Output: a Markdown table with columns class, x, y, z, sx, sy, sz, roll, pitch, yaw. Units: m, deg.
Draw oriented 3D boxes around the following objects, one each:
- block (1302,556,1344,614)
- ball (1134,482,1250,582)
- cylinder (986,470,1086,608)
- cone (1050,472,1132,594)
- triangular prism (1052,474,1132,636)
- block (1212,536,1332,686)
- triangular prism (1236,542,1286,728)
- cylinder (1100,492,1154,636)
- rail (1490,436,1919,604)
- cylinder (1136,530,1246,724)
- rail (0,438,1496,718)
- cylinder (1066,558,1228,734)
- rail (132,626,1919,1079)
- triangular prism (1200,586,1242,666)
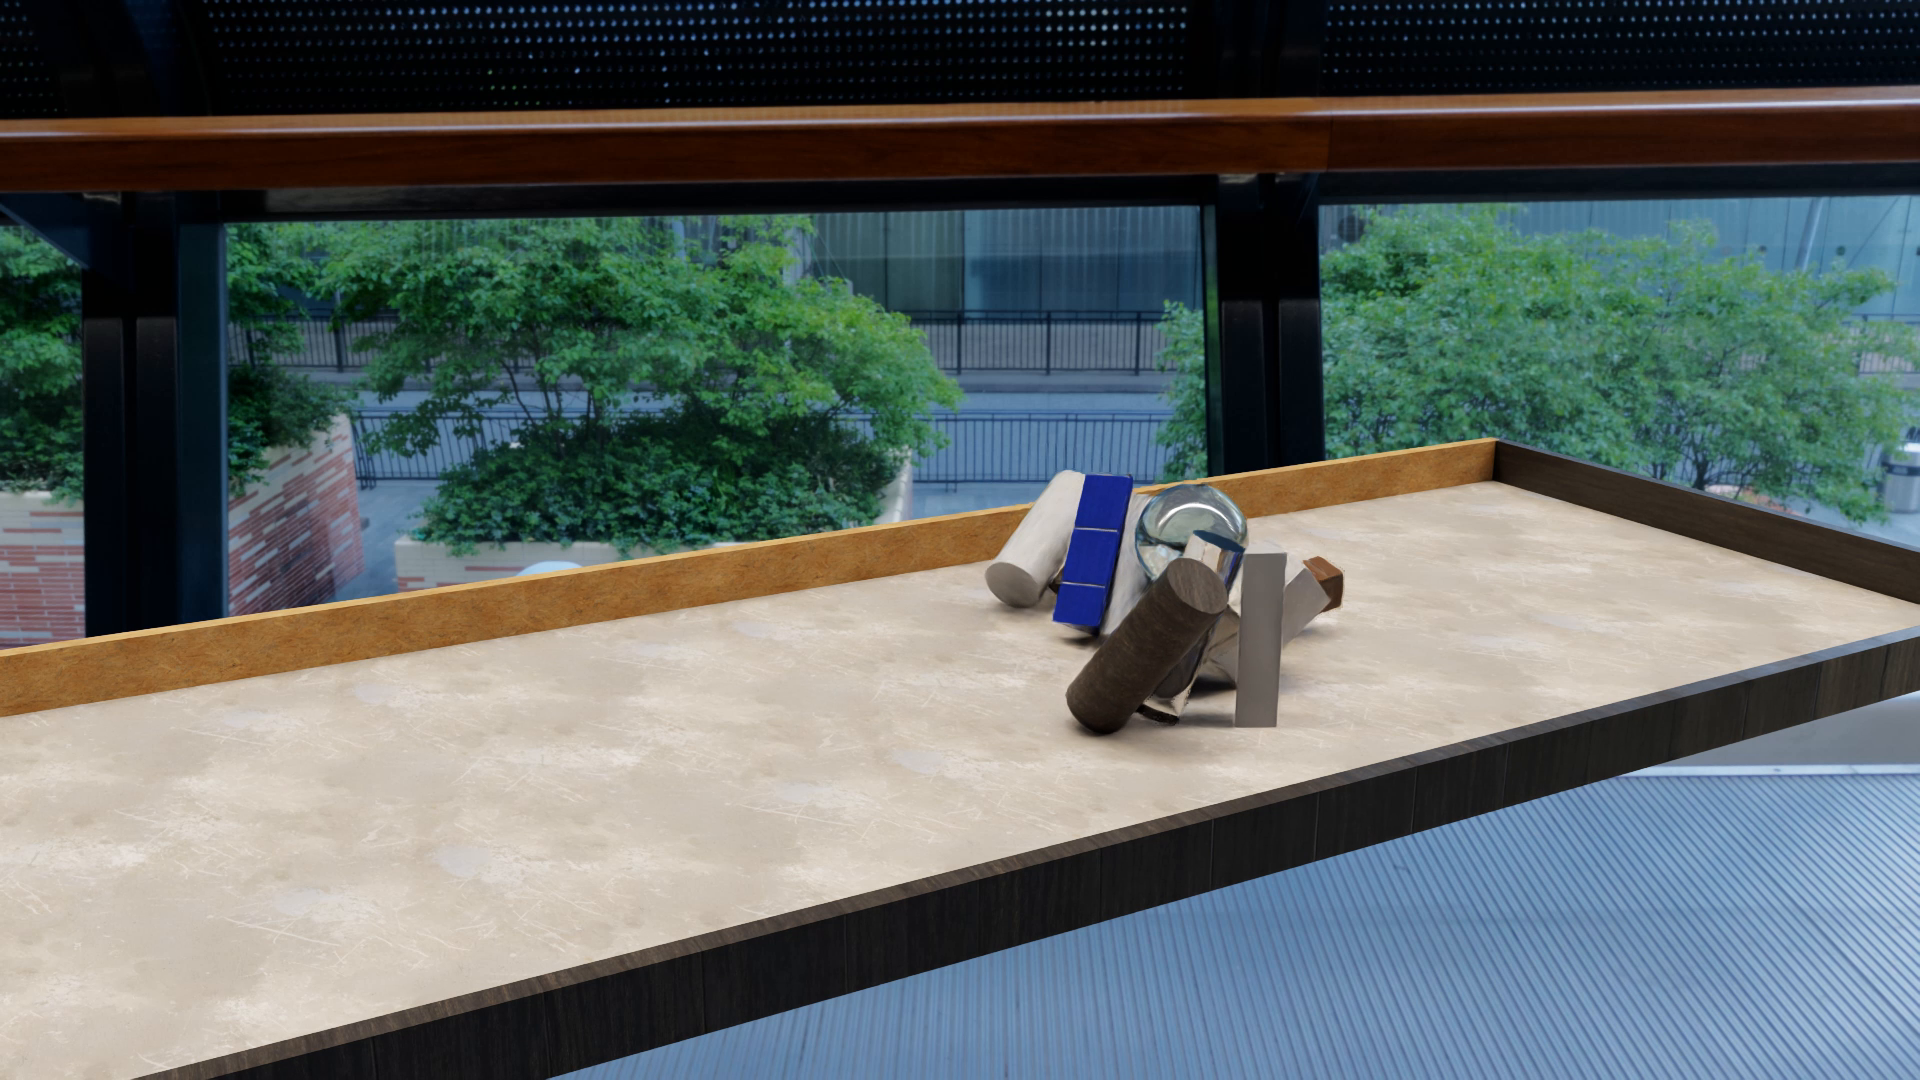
| class | x | y | z | sx | sy | sz | roll | pitch | yaw |
| --- | --- | --- | --- | --- | --- | --- | --- | --- | --- |
| block | 0.804 | 0.173 | 4.413 | 0.455 | 0.106 | 0.106 | -17 | 33 | -20 |
| ball | 0.591 | 0.000 | 4.207 | 0.290 | 0.290 | 0.290 | 0 | 16 | 0 |
| cylinder | 0.248 | -0.005 | 4.786 | 0.169 | 0.169 | 0.441 | 9 | 42 | 28 |
| cone | 0.406 | -0.024 | 4.743 | 0.121 | 0.428 | 0.121 | 26 | -18 | 9 |
| triangular prism | 0.388 | 0.043 | 4.461 | 0.146 | 0.418 | 0.126 | 5 | -15 | 37 |
| block | 0.733 | 0.178 | 4.109 | 0.314 | 0.160 | 0.160 | -44 | 41 | 0 |
| triangular prism | 0.693 | 0.222 | 3.845 | 0.097 | 0.426 | 0.084 | 0 | 16 | -1 |
| cylinder | 0.471 | 0.075 | 4.395 | 0.118 | 0.383 | 0.118 | 13 | -3 | 1 |
| rail | 2.466 | -0.048 | 5.253 | 0.050 | 0.150 | 2.100 | -9 | 18 | -27 |
| cylinder | 0.526 | 0.203 | 3.853 | 0.134 | 0.438 | 0.134 | 19 | 14 | -5 |
| rail | -3.305 | 0.497 | 3.399 | 12.000 | 0.150 | 0.050 | -9 | 18 | -27 |
| cylinder | 0.415 | 0.243 | 3.715 | 0.154 | 0.460 | 0.154 | 19 | 42 | -18 |
| rail | -2.336 | 1.006 | 1.665 | 12.000 | 0.150 | 0.050 | -9 | 18 | -27 |
| triangular prism | 0.545 | 0.221 | 4.003 | 0.121 | 0.304 | 0.140 | 26 | 40 | -39 |
